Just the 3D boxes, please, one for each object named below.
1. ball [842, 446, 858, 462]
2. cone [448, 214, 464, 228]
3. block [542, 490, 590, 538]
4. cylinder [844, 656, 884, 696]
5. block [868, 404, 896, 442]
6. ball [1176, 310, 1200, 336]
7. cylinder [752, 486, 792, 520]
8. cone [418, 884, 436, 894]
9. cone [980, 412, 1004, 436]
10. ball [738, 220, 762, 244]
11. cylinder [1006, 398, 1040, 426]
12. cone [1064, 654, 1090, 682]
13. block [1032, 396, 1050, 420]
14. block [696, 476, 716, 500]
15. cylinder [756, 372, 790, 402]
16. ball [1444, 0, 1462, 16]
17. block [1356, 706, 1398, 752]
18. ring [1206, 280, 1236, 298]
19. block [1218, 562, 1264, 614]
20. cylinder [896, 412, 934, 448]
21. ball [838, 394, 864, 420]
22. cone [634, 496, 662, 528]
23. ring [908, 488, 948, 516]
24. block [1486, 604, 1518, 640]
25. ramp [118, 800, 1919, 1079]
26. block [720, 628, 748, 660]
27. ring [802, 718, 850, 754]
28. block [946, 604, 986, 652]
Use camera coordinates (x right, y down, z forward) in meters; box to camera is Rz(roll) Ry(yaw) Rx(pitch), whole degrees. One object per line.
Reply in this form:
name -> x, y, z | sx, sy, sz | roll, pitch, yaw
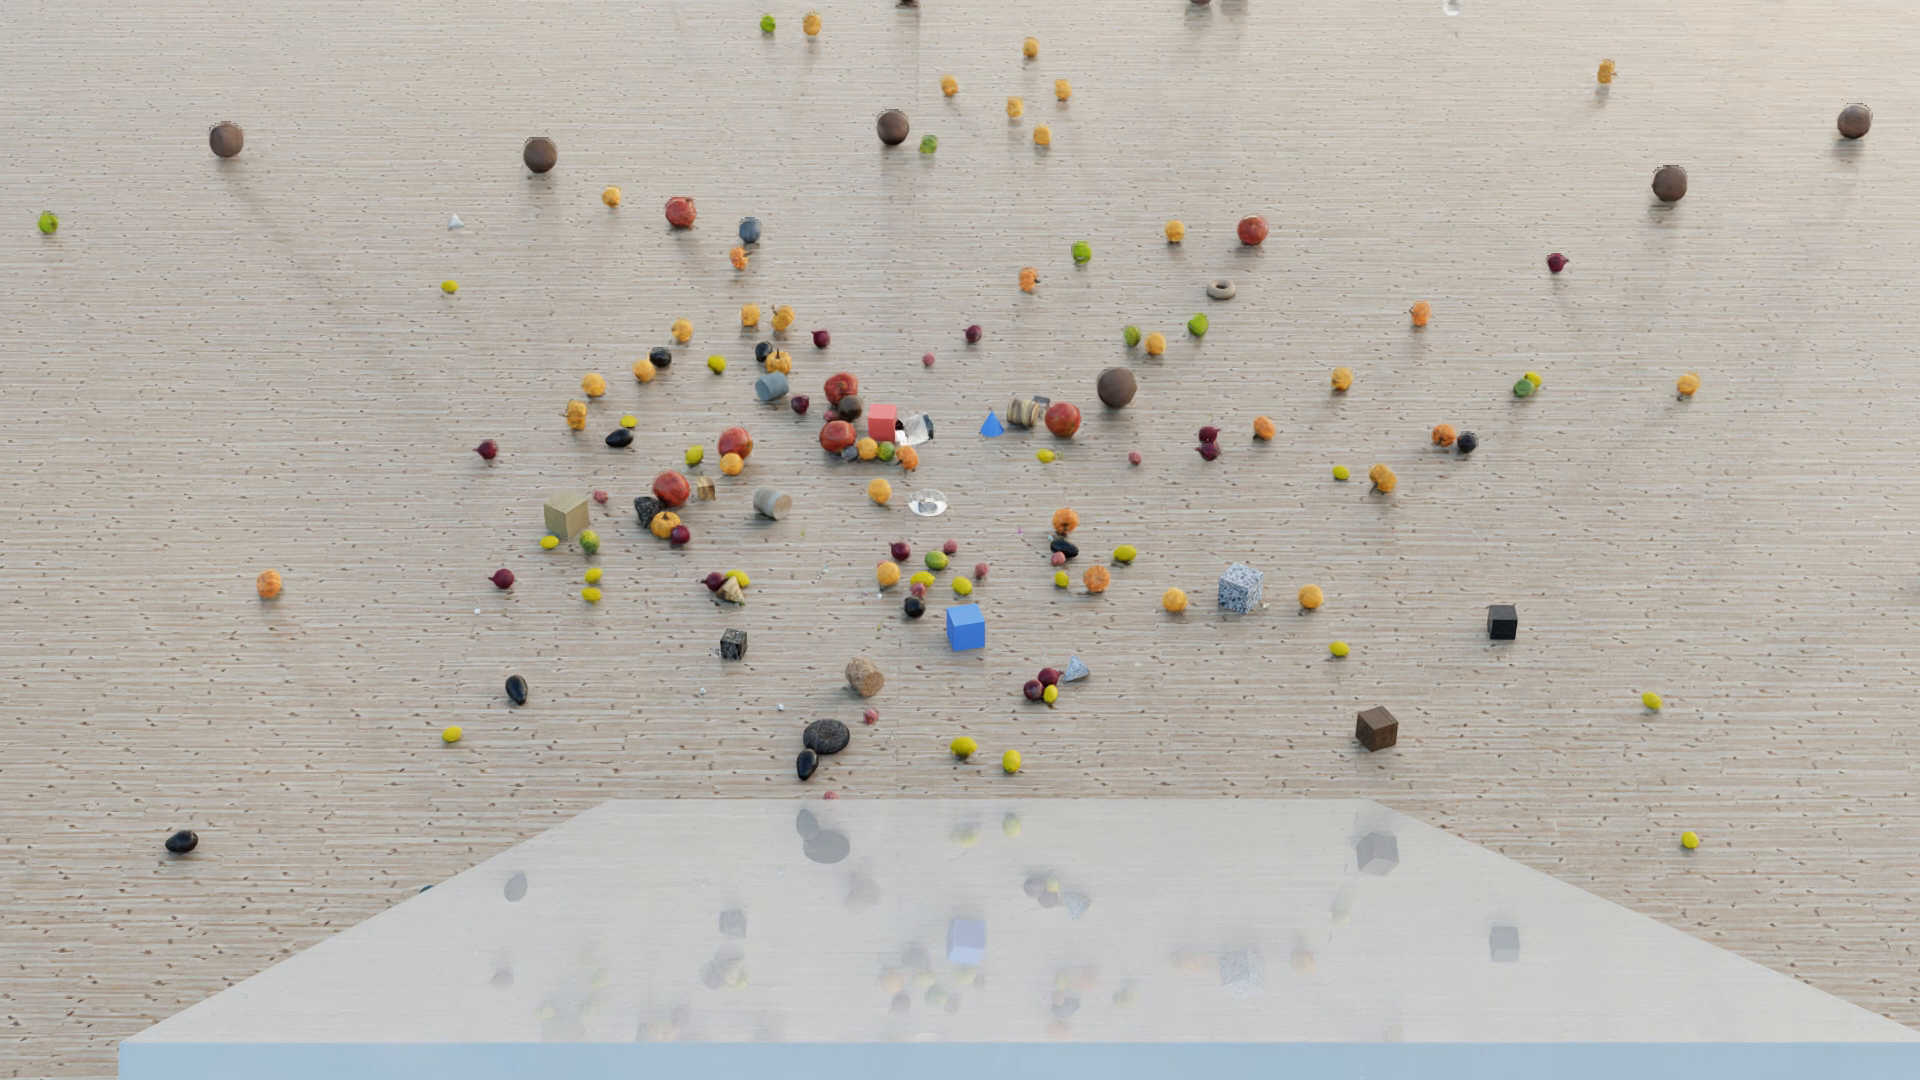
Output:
ball -> -0.351, -0.273, 8.290 | 0.053, 0.053, 0.053 | 0, 35, 0
cone -> -1.851, -1.168, 9.581 | 0.057, 0.057, 0.057 | 21, 32, -16
block -> -1.209, -0.080, 7.981 | 0.095, 0.095, 0.095 | 23, 41, 29
cylinder -> -0.270, 0.386, 7.333 | 0.082, 0.082, 0.082 | -20, 40, -26
block -> -0.251, -0.380, 8.415 | 0.085, 0.085, 0.085 | 3, 35, 4
ball -> 0.784, -0.745, 8.936 | 0.085, 0.085, 0.085 | 0, 35, 0
cylinder -> -0.582, -0.116, 8.041 | 0.085, 0.085, 0.085 | 24, 42, 30
cone -> -1.336, 0.912, 6.622 | 0.096, 0.096, 0.096 | -5, 9, -6
cone -> 0.104, -0.388, 8.433 | 0.077, 0.077, 0.077 | 0, 35, 0
ball -> -0.764, -1.124, 9.466 | 0.086, 0.086, 0.086 | 0, 35, 0
cylinder -> 0.204, -0.416, 8.467 | 0.083, 0.083, 0.083 | 5, 34, 27
cone -> 0.317, 0.380, 7.383 | 0.078, 0.078, 0.078 | -48, 51, -10
block -> 0.261, -0.434, 8.519 | 0.052, 0.052, 0.052 | 11, 37, 15
block -> -0.796, -0.162, 8.135 | 0.051, 0.051, 0.051 | -6, 36, -9
cylinder -> -0.621, -0.506, 8.598 | 0.078, 0.078, 0.078 | -28, 44, -33
ball -> 2.108, -2.280, 11.112 | 0.075, 0.075, 0.075 | 0, 35, 0
block -> 1.147, 0.520, 7.145 | 0.080, 0.080, 0.080 | -15, 38, -20
ring -> 0.922, -0.887, 9.175 | 0.106, 0.035, 0.106 | 1, 36, -1
block -> 0.828, 0.142, 7.666 | 0.096, 0.096, 0.096 | 21, 40, 27
cylinder -> -0.146, -0.355, 8.372 | 0.092, 0.092, 0.092 | -18, 39, -23
ball -> -0.356, -0.432, 8.488 | 0.086, 0.086, 0.086 | 0, 35, 0
cone -> -0.969, -0.073, 8.018 | 0.090, 0.090, 0.090 | 2, 62, 3
ring -> -0.098, -0.117, 8.080 | 0.123, 0.041, 0.123 | 0, 34, 0
block -> 1.576, 0.239, 7.550 | 0.072, 0.072, 0.072 | 1, 35, 1
ramp -> 0.078, 0.667, 4.845 | 2.000, 0.100, 4.000 | 0, -2, 0
block -> -0.650, 0.300, 7.473 | 0.060, 0.060, 0.060 | 9, 36, 13
ring -> -0.368, 0.541, 7.148 | 0.131, 0.044, 0.131 | -1, 35, 1
block -> 0.016, 0.252, 7.514 | 0.091, 0.091, 0.091 | -8, 36, -12
